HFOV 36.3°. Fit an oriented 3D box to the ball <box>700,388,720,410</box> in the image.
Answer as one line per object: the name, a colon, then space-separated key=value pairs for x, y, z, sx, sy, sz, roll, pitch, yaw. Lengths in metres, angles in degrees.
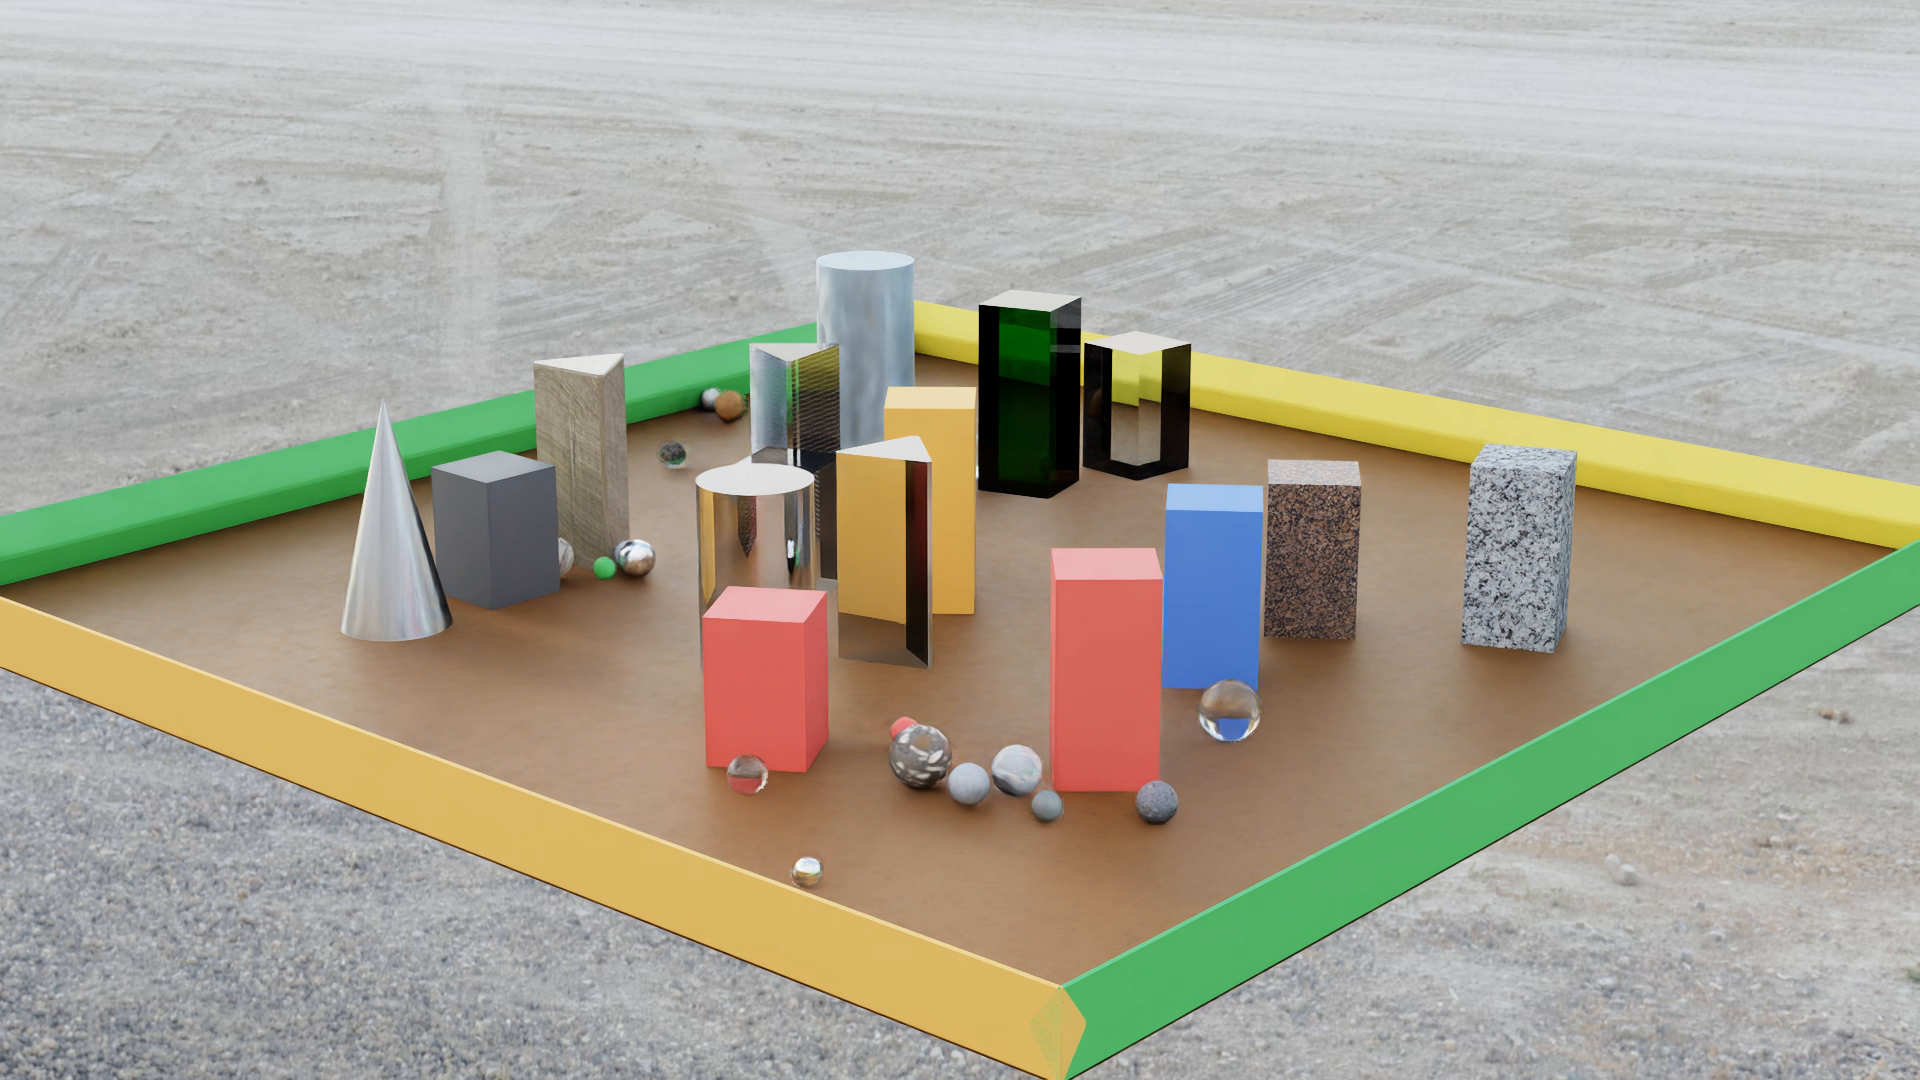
ball: x=-0.541 y=-0.305 z=6.363 sx=0.049 sy=0.049 sz=0.049 roll=0 pitch=17 yaw=0

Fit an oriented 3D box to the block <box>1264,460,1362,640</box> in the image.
block: x=0.590 y=0.015 z=4.930 sx=0.151 sy=0.266 sz=0.151 roll=1 pitch=17 yaw=5

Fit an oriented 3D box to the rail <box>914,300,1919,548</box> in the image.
rail: x=0.853 y=-0.253 z=6.061 sx=2.605 sy=0.123 sz=0.045 roll=14 pitch=22 yaw=39

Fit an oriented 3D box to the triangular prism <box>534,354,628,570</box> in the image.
triangular prism: x=-0.652 y=-0.145 z=5.288 sx=0.164 sy=0.365 sz=0.142 roll=12 pitch=21 yaw=35

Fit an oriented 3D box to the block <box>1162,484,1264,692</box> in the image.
block: x=0.404 y=0.074 z=4.683 sx=0.151 sy=0.295 sz=0.151 roll=2 pitch=17 yaw=5

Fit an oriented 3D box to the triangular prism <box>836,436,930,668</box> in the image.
triangular prism: x=-0.098 y=0.015 z=4.789 sx=0.164 sy=0.348 sz=0.142 roll=6 pitch=18 yaw=20

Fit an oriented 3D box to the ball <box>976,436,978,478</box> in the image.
ball: x=0.026 y=-0.165 z=5.833 sx=0.087 sy=0.087 sz=0.087 roll=0 pitch=17 yaw=0

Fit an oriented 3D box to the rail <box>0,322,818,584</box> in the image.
rail: x=-0.966 y=-0.212 z=5.923 sx=0.045 sy=0.123 sz=2.650 roll=14 pitch=22 yaw=39

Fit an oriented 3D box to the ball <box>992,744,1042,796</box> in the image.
ball: x=0.082 y=0.331 z=4.214 sx=0.074 sy=0.074 sz=0.074 roll=0 pitch=17 yaw=0

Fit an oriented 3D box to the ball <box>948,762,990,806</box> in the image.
ball: x=0.012 y=0.348 z=4.182 sx=0.060 sy=0.060 sz=0.060 roll=0 pitch=17 yaw=0

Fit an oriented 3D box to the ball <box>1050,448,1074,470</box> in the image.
ball: x=0.205 y=-0.164 z=5.904 sx=0.046 sy=0.046 sz=0.046 roll=0 pitch=17 yaw=0

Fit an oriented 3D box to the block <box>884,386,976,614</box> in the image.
block: x=-0.050 y=-0.069 z=5.042 sx=0.151 sy=0.362 sz=0.151 roll=0 pitch=17 yaw=1

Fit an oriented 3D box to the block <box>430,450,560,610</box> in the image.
block: x=-0.808 y=-0.018 z=5.107 sx=0.151 sy=0.227 sz=0.151 roll=15 pitch=22 yaw=40

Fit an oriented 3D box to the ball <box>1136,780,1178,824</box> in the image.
ball: x=0.277 y=0.368 z=4.119 sx=0.060 sy=0.060 sz=0.060 roll=0 pitch=17 yaw=0

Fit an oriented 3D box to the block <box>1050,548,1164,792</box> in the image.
block: x=0.210 y=0.188 z=4.263 sx=0.151 sy=0.321 sz=0.151 roll=0 pitch=17 yaw=-1

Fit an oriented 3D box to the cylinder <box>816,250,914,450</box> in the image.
cylinder: x=-0.184 y=-0.326 z=5.739 sx=0.189 sy=0.450 sz=0.189 roll=0 pitch=17 yaw=0

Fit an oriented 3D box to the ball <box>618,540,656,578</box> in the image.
ball: x=-0.575 y=0.033 z=5.215 sx=0.067 sy=0.067 sz=0.067 roll=0 pitch=17 yaw=0

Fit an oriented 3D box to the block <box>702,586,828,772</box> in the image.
block: x=-0.287 y=0.205 z=4.359 sx=0.151 sy=0.231 sz=0.151 roll=3 pitch=17 yaw=10

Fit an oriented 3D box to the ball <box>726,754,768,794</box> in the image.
ball: x=-0.307 y=0.337 z=4.223 sx=0.059 sy=0.059 sz=0.059 roll=0 pitch=17 yaw=0

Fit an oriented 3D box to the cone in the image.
cone: x=-0.956 y=-0.048 z=4.913 sx=0.189 sy=0.396 sz=0.189 roll=0 pitch=17 yaw=0

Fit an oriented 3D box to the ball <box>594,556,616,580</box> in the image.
ball: x=-0.631 y=0.049 z=5.206 sx=0.040 sy=0.040 sz=0.040 roll=0 pitch=17 yaw=0

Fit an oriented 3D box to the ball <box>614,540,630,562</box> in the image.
ball: x=-0.596 y=0.025 z=5.269 sx=0.050 sy=0.050 sz=0.050 roll=0 pitch=17 yaw=0

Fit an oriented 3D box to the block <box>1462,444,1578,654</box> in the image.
block: x=0.929 y=0.012 z=4.871 sx=0.151 sy=0.306 sz=0.151 roll=6 pitch=18 yaw=18

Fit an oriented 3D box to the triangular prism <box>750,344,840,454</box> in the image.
triangular prism: x=-0.329 y=-0.187 z=5.454 sx=0.142 sy=0.349 sz=0.164 roll=10 pitch=19 yaw=29

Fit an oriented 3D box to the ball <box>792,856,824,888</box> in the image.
ball: x=-0.202 y=0.442 z=3.904 sx=0.041 sy=0.041 sz=0.041 roll=0 pitch=17 yaw=0

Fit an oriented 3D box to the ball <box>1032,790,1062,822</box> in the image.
ball: x=0.123 y=0.374 z=4.125 sx=0.044 sy=0.044 sz=0.044 roll=0 pitch=17 yaw=0

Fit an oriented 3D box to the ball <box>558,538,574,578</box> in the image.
ball: x=-0.724 y=0.032 z=5.204 sx=0.076 sy=0.076 sz=0.076 roll=0 pitch=17 yaw=0

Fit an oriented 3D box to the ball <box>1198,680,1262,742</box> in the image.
ball: x=0.407 y=0.257 z=4.425 sx=0.094 sy=0.094 sz=0.094 roll=0 pitch=17 yaw=0

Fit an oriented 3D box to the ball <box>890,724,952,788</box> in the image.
ball: x=-0.057 y=0.313 z=4.246 sx=0.091 sy=0.091 sz=0.091 roll=0 pitch=17 yaw=0

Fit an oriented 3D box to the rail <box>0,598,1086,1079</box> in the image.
rail: x=-0.853 y=0.315 z=4.180 sx=2.605 sy=0.123 sz=0.045 roll=14 pitch=22 yaw=39

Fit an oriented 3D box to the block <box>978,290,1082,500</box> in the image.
block: x=0.137 y=-0.287 z=5.744 sx=0.151 sy=0.373 sz=0.151 roll=8 pitch=18 yaw=24

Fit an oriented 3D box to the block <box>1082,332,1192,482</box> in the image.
block: x=0.355 y=-0.271 z=5.891 sx=0.151 sy=0.257 sz=0.151 roll=-15 pitch=23 yaw=-41

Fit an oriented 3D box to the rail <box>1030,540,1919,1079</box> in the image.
rail: x=0.966 y=0.273 z=4.318 sx=0.045 sy=0.123 sz=2.650 roll=14 pitch=22 yaw=39

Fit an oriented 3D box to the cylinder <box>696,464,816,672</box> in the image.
cylinder: x=-0.327 y=0.054 z=4.715 sx=0.189 sy=0.315 sz=0.189 roll=0 pitch=17 yaw=0

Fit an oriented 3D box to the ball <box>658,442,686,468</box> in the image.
ball: x=-0.580 y=-0.172 z=5.913 sx=0.055 sy=0.055 sz=0.055 roll=0 pitch=17 yaw=0

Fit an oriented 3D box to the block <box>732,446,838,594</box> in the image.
block: x=-0.299 y=-0.026 z=5.125 sx=0.151 sy=0.232 sz=0.151 roll=7 pitch=18 yaw=21

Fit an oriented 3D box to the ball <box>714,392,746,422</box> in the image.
ball: x=-0.491 y=-0.285 z=6.268 sx=0.066 sy=0.066 sz=0.066 roll=0 pitch=17 yaw=0

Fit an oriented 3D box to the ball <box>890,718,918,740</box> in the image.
ball: x=-0.082 y=0.289 z=4.404 sx=0.045 sy=0.045 sz=0.045 roll=0 pitch=17 yaw=0
